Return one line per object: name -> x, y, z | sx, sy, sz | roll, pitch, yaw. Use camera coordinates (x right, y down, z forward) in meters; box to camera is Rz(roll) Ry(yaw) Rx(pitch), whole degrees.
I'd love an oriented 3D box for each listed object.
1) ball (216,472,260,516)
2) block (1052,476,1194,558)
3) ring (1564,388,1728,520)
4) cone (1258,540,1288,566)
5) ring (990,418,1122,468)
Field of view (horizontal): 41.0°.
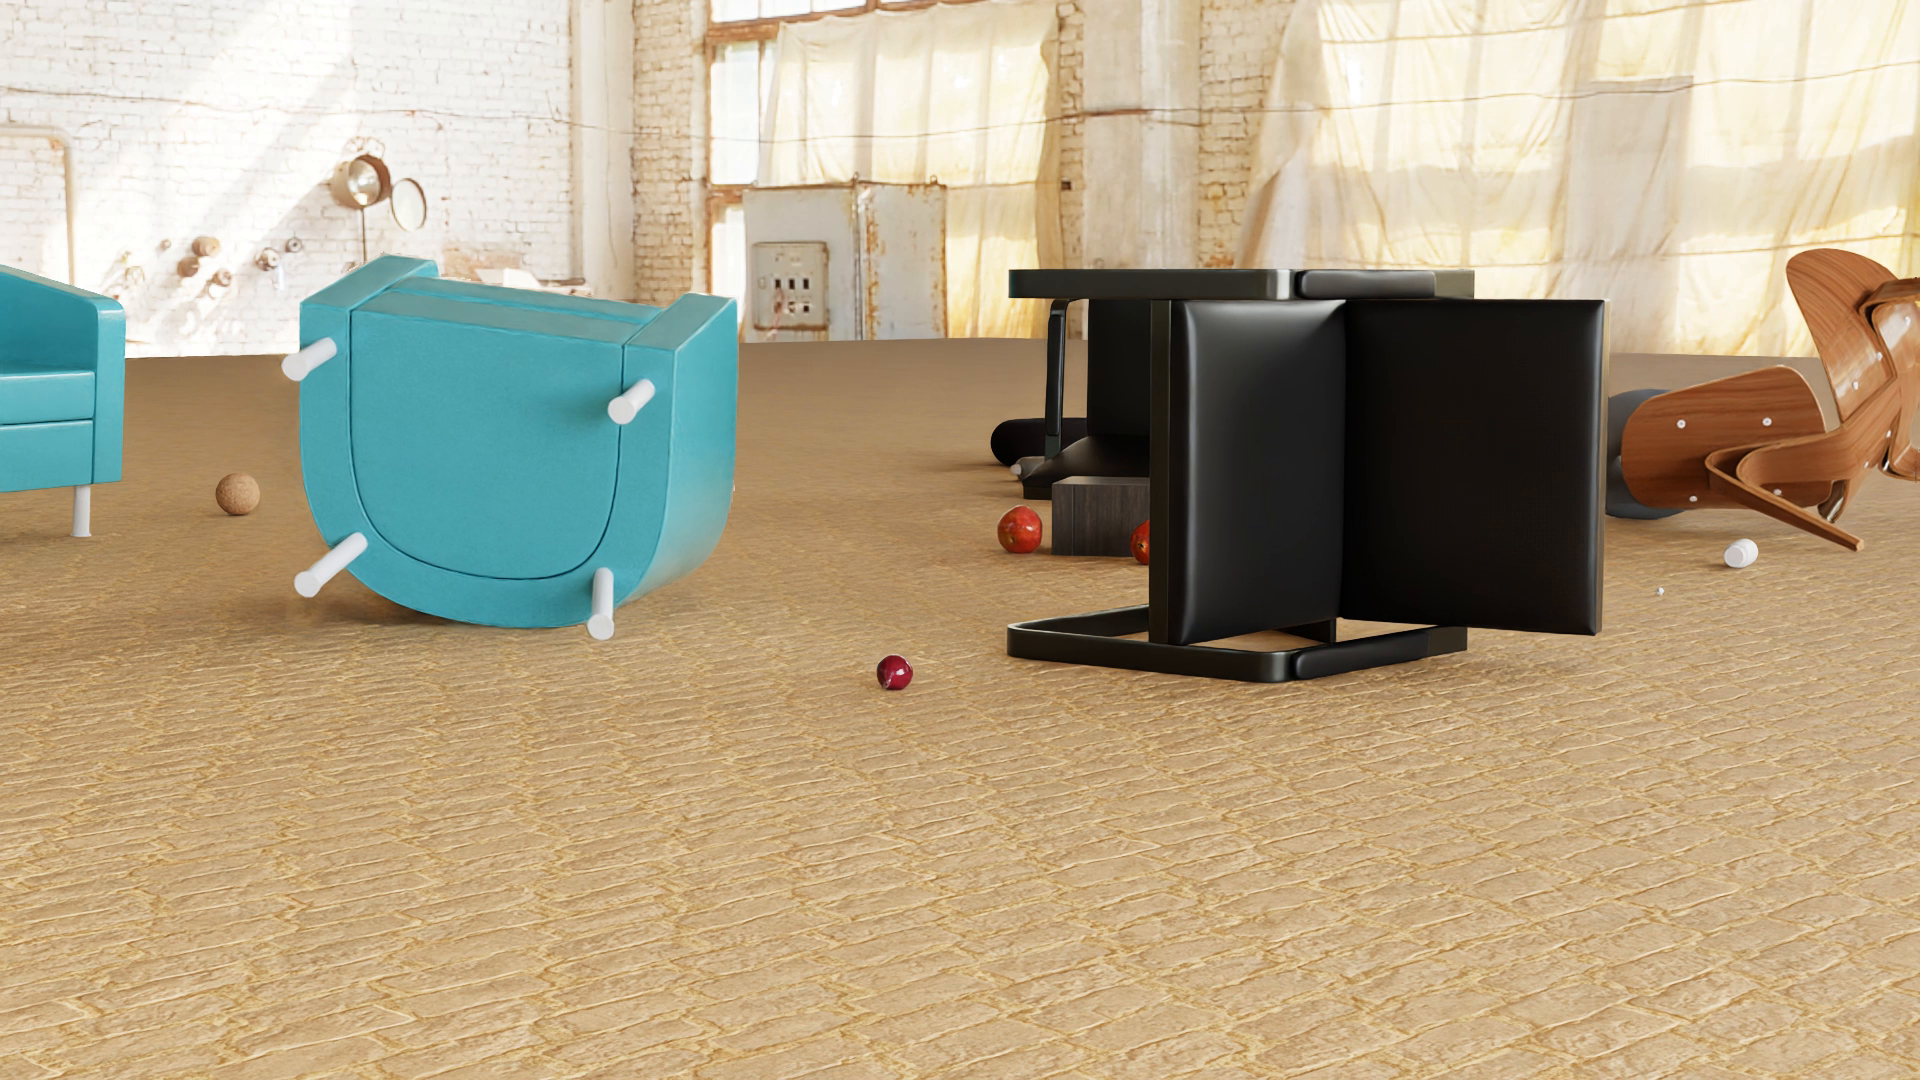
ball -> -1.990, -0.127, 7.068 | 0.118, 0.118, 0.118 | 0, 6, 0
block -> 0.391, -0.057, 6.135 | 0.301, 0.169, 0.238 | 1, 6, 14
ring -> 1.828, -0.225, 6.846 | 0.405, 0.165, 0.484 | 23, -34, -7
cone -> 0.700, 0.042, 5.856 | 0.080, 0.067, 0.063 | 3, -26, -36
ring -> 0.337, -0.343, 8.976 | 0.463, 0.159, 0.459 | -2, 5, -7
